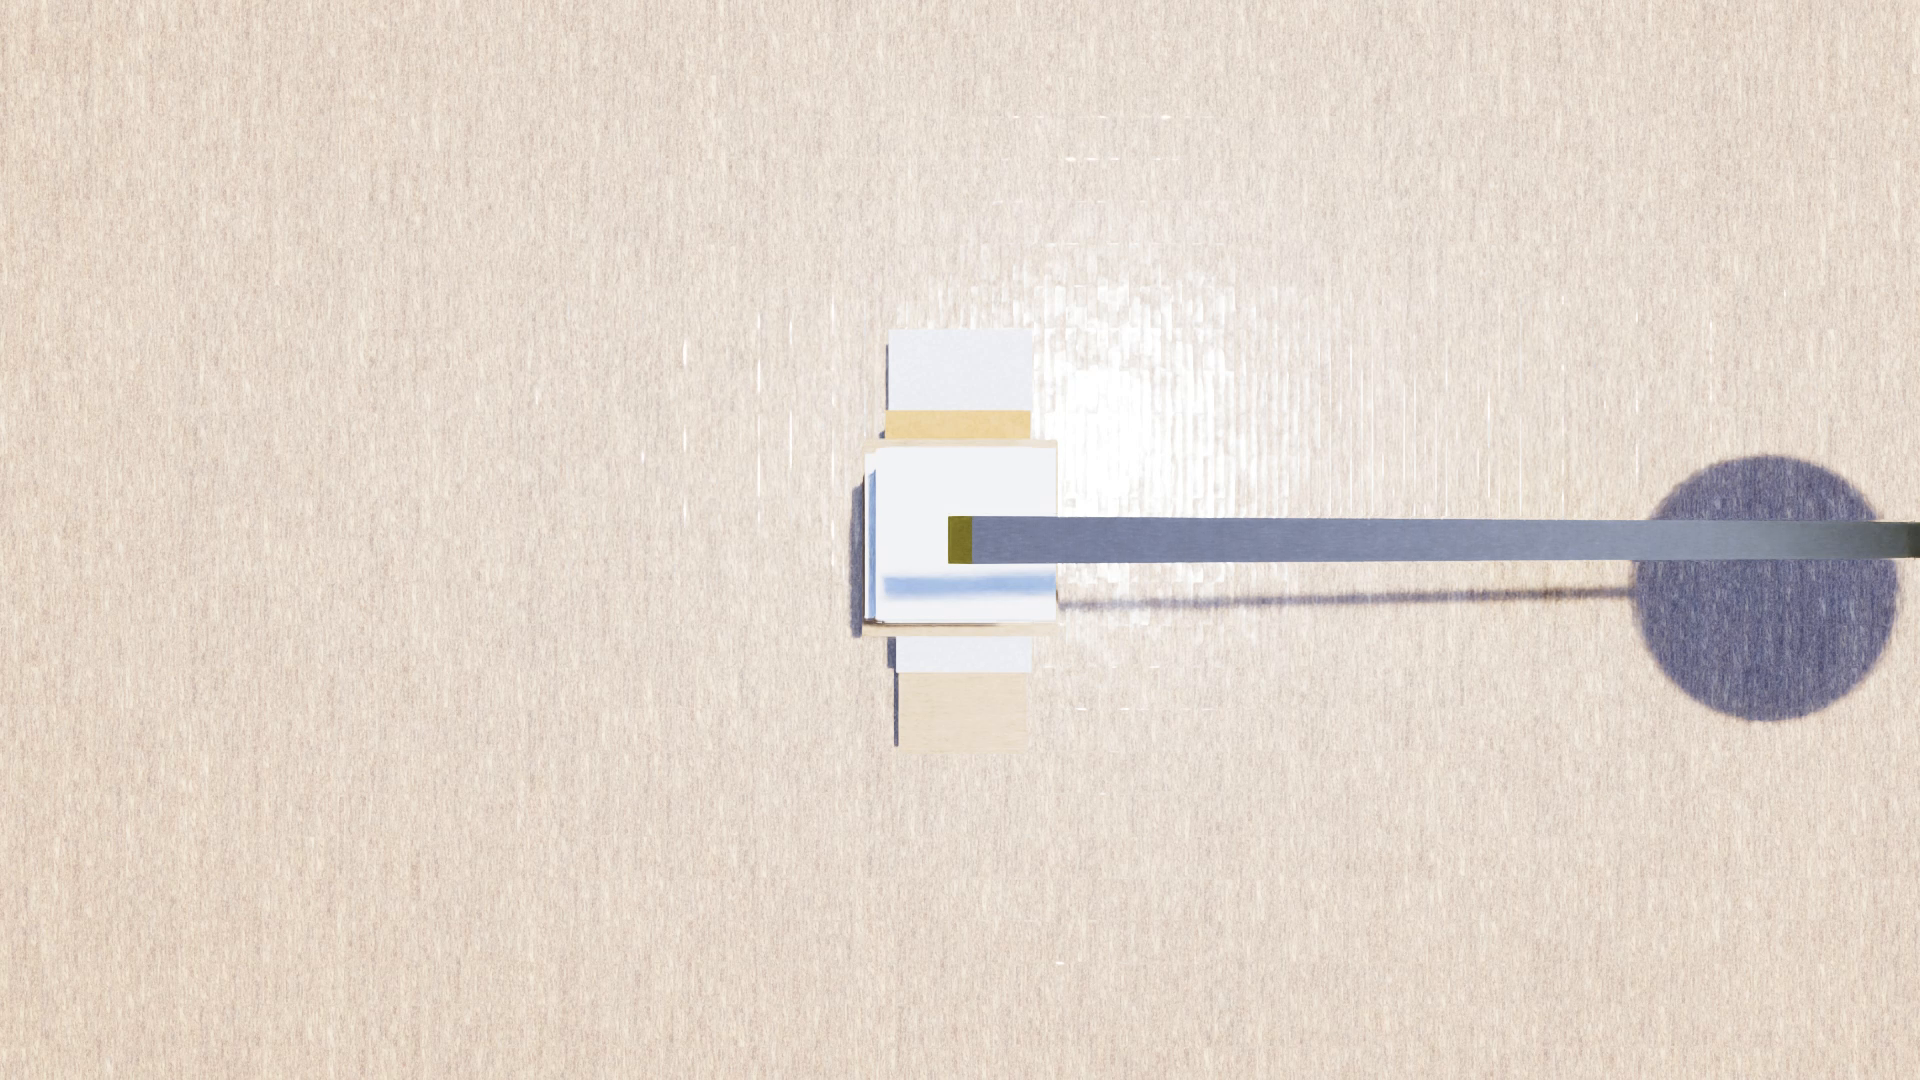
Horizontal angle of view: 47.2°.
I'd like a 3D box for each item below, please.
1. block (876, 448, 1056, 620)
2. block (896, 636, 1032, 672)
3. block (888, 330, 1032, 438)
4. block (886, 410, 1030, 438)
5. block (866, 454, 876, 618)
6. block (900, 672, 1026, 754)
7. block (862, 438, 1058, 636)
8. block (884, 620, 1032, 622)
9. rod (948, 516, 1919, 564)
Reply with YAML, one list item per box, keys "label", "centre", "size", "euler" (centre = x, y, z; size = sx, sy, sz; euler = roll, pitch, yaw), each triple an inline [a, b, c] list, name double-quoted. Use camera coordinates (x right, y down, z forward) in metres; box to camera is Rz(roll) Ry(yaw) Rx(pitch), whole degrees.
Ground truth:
- label: "block"
  centre: [0.020, -0.019, 7.678]
  size: [0.604, 0.549, 0.576]
  euler: [0, 90, 0]
- label: "block"
  centre: [0.020, 0.347, 11.773]
  size: [0.700, 0.722, 0.681]
  euler: [0, 90, 0]
- label: "block"
  centre: [0.003, -0.800, 12.666]
  size: [0.803, 0.667, 0.764]
  euler: [0, 90, 0]
- label: "block"
  centre: [-0.011, -0.346, 11.991]
  size: [0.773, 0.637, 0.687]
  euler: [0, 90, 0]
- label: "block"
  centre: [-0.009, -0.014, 8.869]
  size: [0.718, 0.663, 0.639]
  euler: [0, 90, 0]
- label: "block"
  centre: [0.016, 0.756, 12.567]
  size: [0.705, 0.866, 0.852]
  euler: [0, 90, 0]
- label: "block"
  centre: [0.002, -0.009, 10.163]
  size: [0.873, 0.756, 0.879]
  euler: [0, 90, 0]
- label: "block"
  centre: [-0.005, -0.017, 8.245]
  size: [0.536, 0.585, 0.633]
  euler: [0, 90, 0]
- label: "rod"
  centre: [2.234, 0.000, 4.971]
  size: [5.200, 0.080, 0.080]
  euler: [0, 90, -31]
